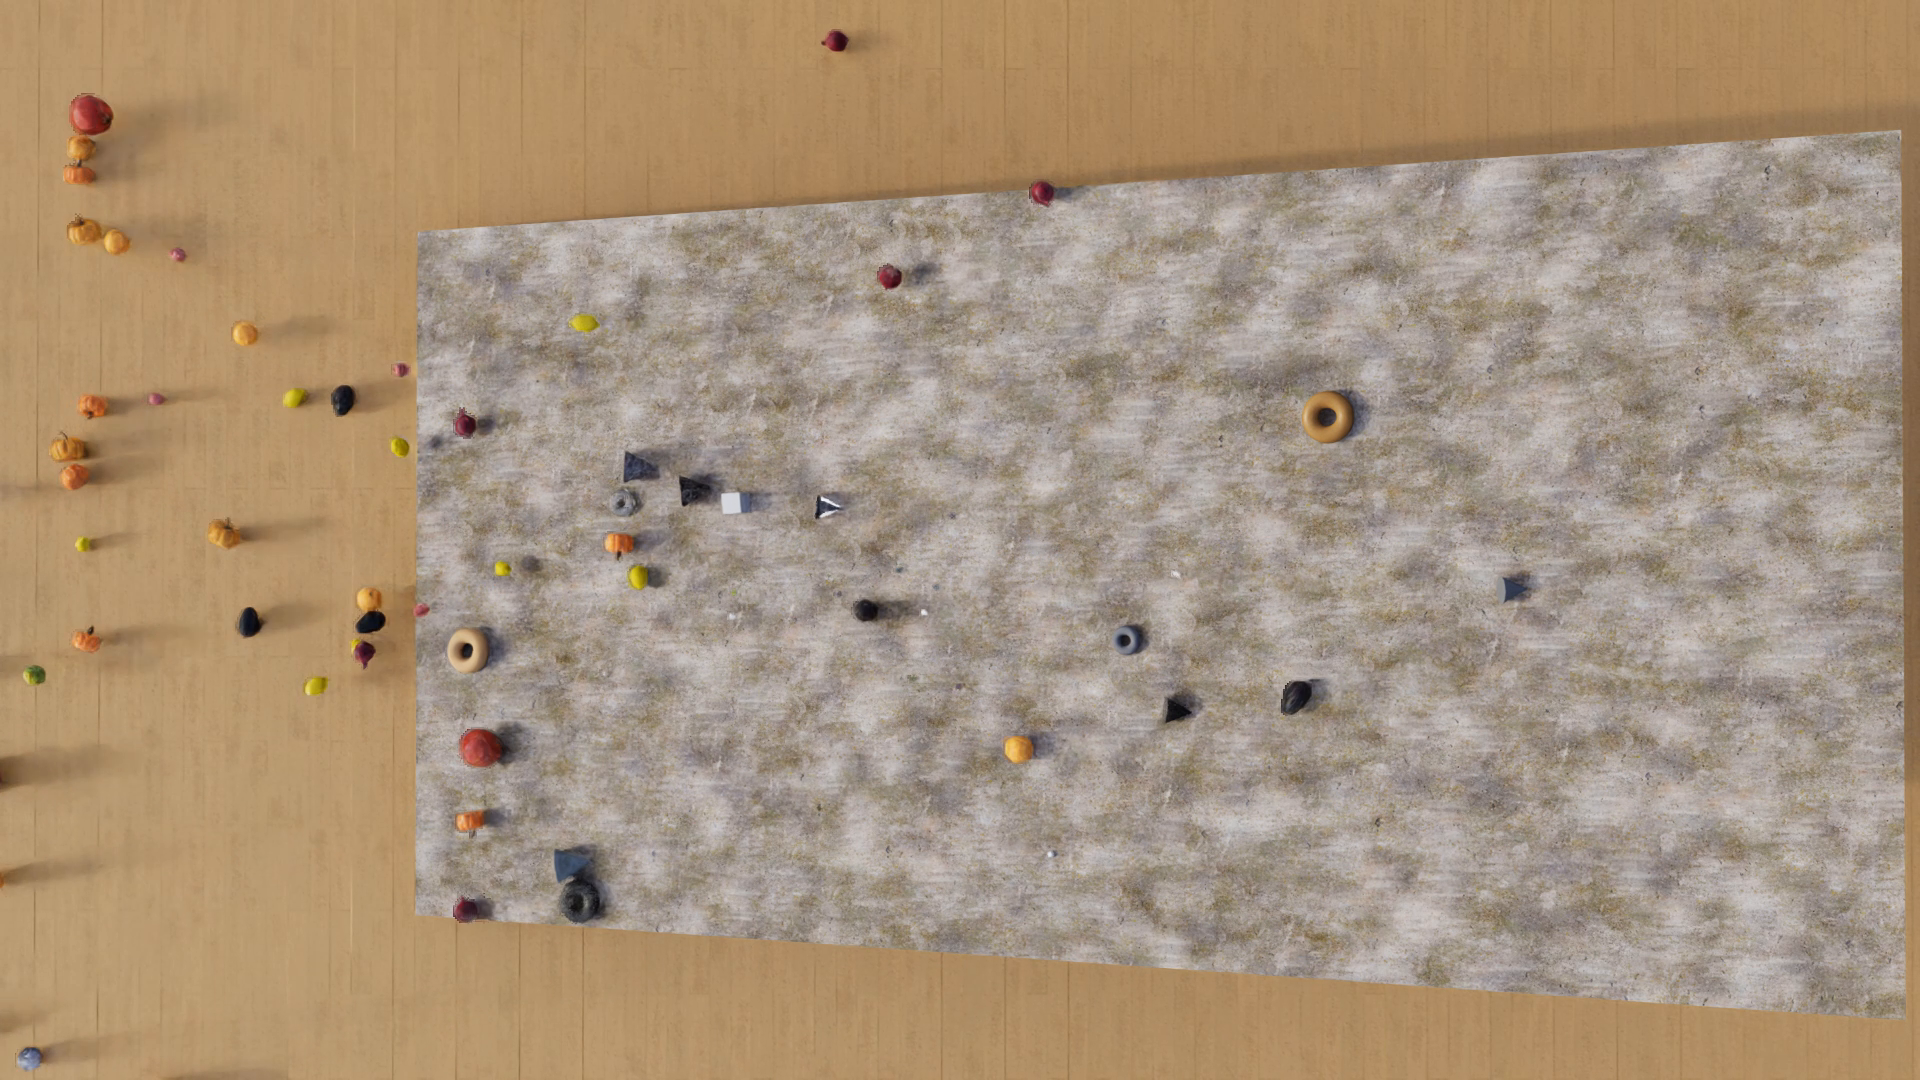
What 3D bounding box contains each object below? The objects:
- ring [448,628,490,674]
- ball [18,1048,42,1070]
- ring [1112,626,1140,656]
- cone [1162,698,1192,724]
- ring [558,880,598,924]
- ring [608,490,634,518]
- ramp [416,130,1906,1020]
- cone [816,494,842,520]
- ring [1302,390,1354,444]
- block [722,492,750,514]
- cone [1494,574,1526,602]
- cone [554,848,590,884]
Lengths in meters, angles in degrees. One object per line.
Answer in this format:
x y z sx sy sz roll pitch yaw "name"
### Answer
-1.417 0.318 6.338 0.134 0.045 0.134 -1 88 23 "ring"
-2.740 1.528 6.476 0.067 0.067 0.067 0 89 0 "ball"
0.424 0.256 5.607 0.077 0.026 0.077 -1 89 23 "ring"
0.552 0.433 5.549 0.071 0.071 0.071 5 89 -7 "cone"
-1.074 1.018 6.193 0.123 0.041 0.123 0 90 21 "ring"
-0.949 -0.103 6.164 0.080 0.027 0.080 0 91 22 "ring"
0.283 0.087 5.733 4.000 0.100 2.000 0 89 22 "ramp"
-0.352 -0.087 5.920 0.072 0.072 0.072 3 89 -5 "cone"
0.905 -0.302 5.410 0.130 0.043 0.130 0 90 21 "ring"
-0.613 -0.100 6.013 0.055 0.055 0.055 -4 88 22 "block"
1.322 0.118 5.244 0.067 0.067 0.067 5 89 -16 "cone"
-1.086 0.913 6.197 0.100 0.100 0.100 -7 89 -5 "cone"
